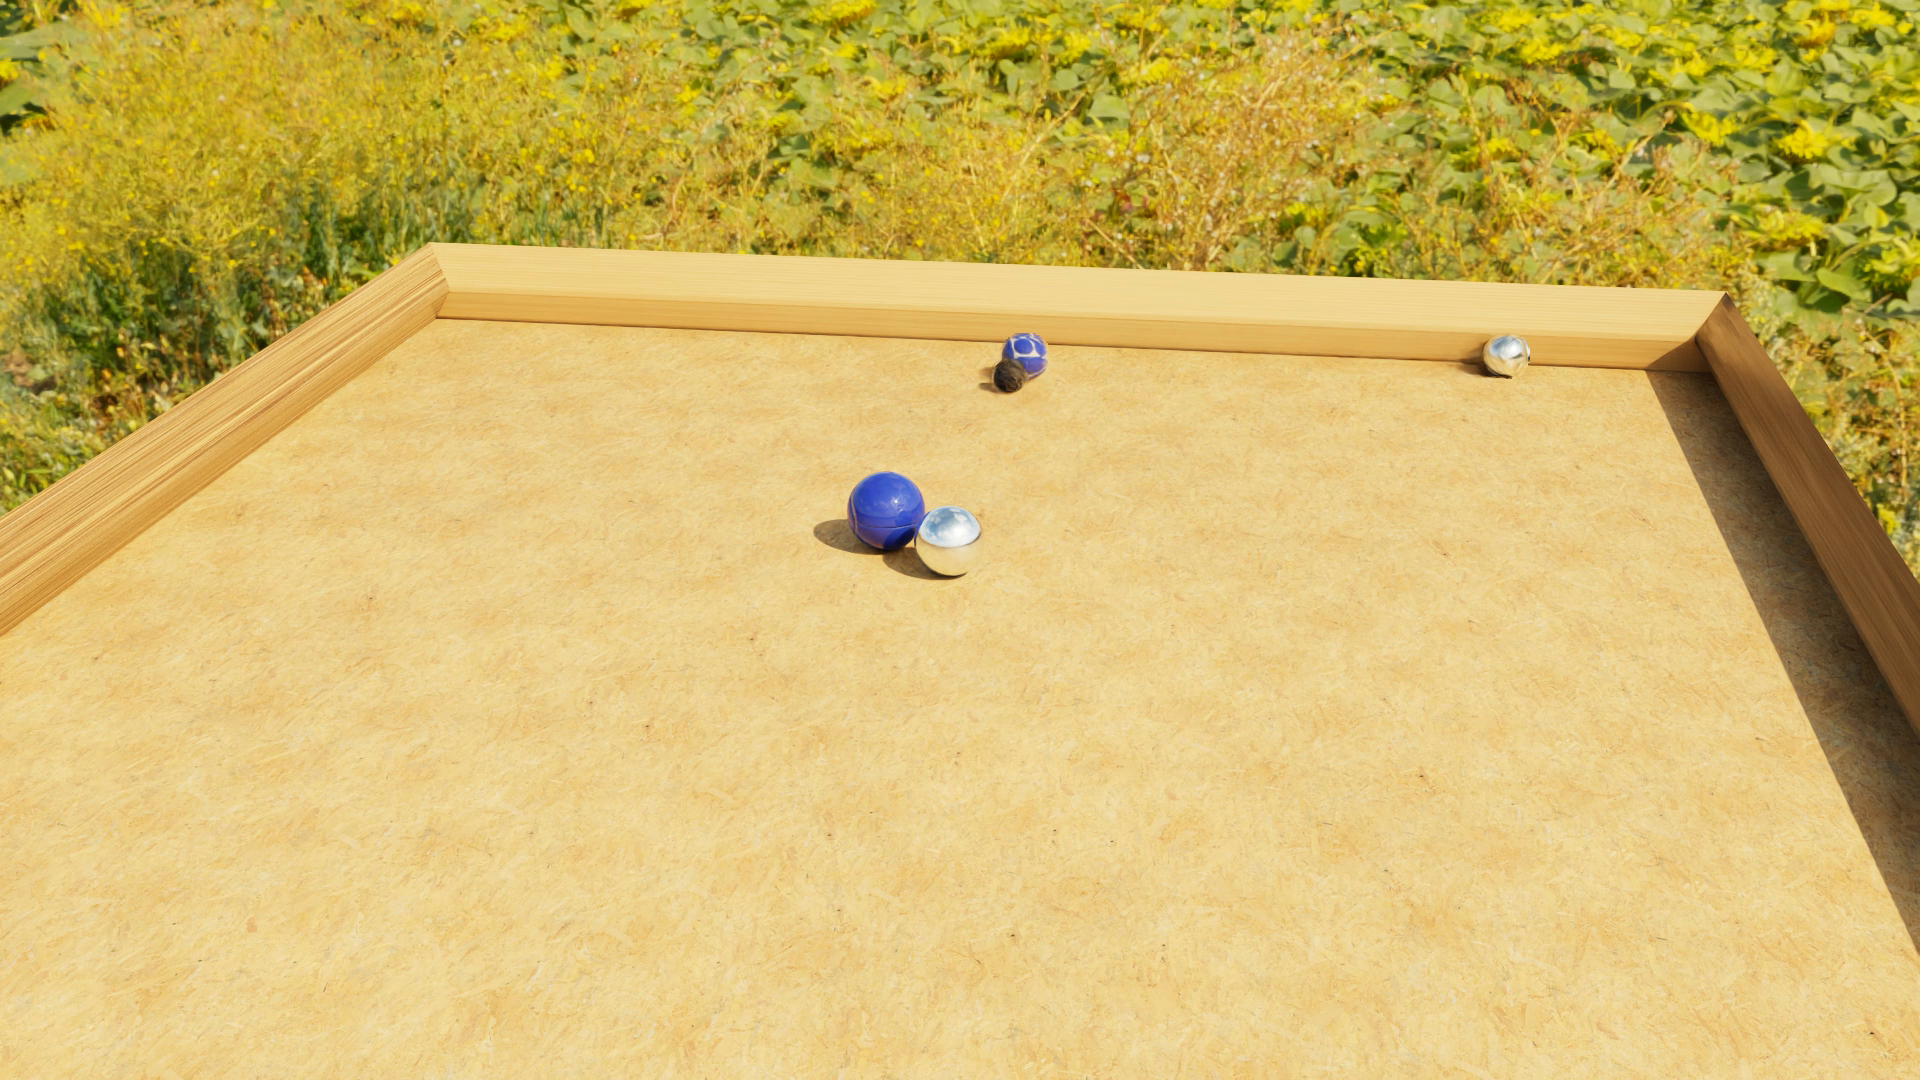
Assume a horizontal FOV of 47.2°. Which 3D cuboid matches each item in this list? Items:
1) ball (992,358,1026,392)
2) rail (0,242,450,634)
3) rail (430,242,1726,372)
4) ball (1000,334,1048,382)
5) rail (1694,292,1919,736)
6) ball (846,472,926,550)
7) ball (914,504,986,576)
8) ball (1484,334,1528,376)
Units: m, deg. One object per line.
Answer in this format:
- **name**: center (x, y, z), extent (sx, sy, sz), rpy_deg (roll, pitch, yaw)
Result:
- **ball**: center (0.071, -0.234, 3.130), extent (0.048, 0.048, 0.048), rpy_deg (0, 22, 0)
- **rail**: center (-1.088, 0.259, 1.779), extent (0.045, 0.120, 3.689), rpy_deg (3, 22, 8)
- **rail**: center (0.134, -0.349, 3.320), extent (1.968, 0.120, 0.045), rpy_deg (3, 22, 8)
- **ball**: center (0.094, -0.263, 3.177), extent (0.069, 0.069, 0.069), rpy_deg (0, 22, 0)
- **rail**: center (0.812, 0.364, 1.512), extent (0.045, 0.120, 3.689), rpy_deg (3, 22, 8)
- **ball**: center (-0.086, -0.034, 2.562), extent (0.093, 0.093, 0.093), rpy_deg (0, 22, 0)
- **ball**: center (-0.012, 0.001, 2.490), extent (0.081, 0.081, 0.081), rpy_deg (0, 22, 0)
- **ball**: center (0.793, -0.269, 3.198), extent (0.063, 0.063, 0.063), rpy_deg (0, 22, 0)
